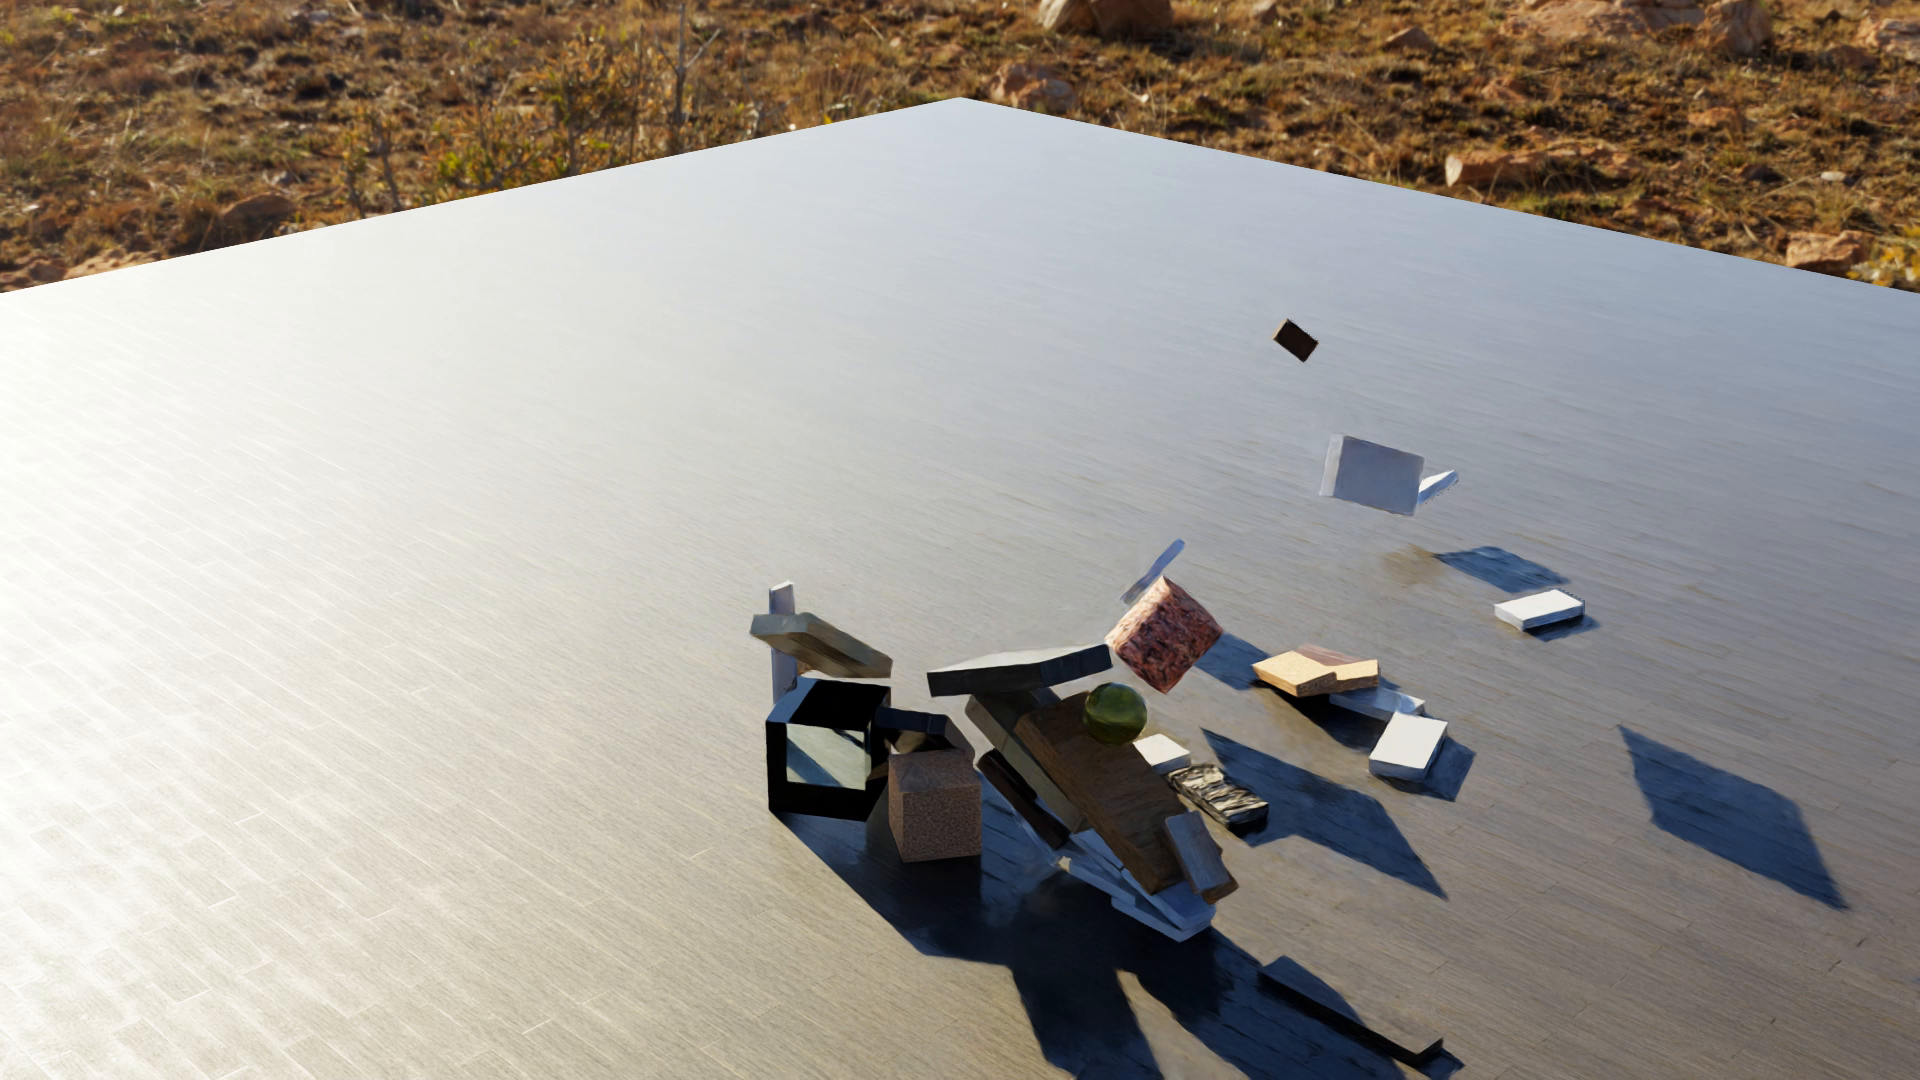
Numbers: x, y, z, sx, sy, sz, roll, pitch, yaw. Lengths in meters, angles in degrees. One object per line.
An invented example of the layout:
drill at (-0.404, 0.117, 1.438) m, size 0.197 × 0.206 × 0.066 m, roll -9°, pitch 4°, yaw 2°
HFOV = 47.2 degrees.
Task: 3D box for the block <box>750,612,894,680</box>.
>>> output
block at (-0.279, 0.218, 4.474) m, size 0.145 × 0.041 × 0.290 m, roll -3°, pitch -23°, yaw 35°

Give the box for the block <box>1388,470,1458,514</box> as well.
block at (1.215, -0.126, 5.791) m, size 0.192 × 0.027 × 0.096 m, roll -28°, pitch 6°, yaw -36°

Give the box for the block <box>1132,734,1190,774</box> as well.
block at (0.352, 0.471, 4.613) m, size 0.251 × 0.029 × 0.103 m, roll -14°, pitch 27°, yaw -30°

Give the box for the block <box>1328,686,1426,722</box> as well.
block at (0.924, 0.359, 4.880) m, size 0.188 × 0.027 × 0.094 m, roll 17°, pitch 29°, yaw 35°

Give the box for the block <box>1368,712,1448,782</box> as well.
block at (0.954, 0.440, 4.681) m, size 0.114 × 0.032 × 0.229 m, roll 10°, pitch 25°, yaw 22°

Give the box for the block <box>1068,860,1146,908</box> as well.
block at (0.297, 0.637, 4.168) m, size 0.085 × 0.024 × 0.171 m, roll -20°, pitch 30°, yaw -39°

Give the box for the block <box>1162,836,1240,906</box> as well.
block at (0.438, 0.588, 4.002) m, size 0.073 × 0.021 × 0.146 m, roll -20°, pitch 66°, yaw -42°

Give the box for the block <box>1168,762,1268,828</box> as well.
block at (0.528, 0.520, 4.498) m, size 0.103 × 0.029 × 0.205 m, roll -12°, pitch 26°, yaw -27°

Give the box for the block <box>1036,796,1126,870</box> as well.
block at (0.265, 0.532, 4.175) m, size 0.114 × 0.032 × 0.229 m, roll -17°, pitch 41°, yaw -43°

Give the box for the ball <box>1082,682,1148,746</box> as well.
ball at (0.292, 0.326, 4.128) m, size 0.122 × 0.122 × 0.122 m, roll 0°, pitch 23°, yaw 0°

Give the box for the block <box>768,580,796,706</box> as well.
block at (-0.381, 0.249, 4.750) m, size 0.016 × 0.330 × 0.056 m, roll 21°, pitch 31°, yaw 41°

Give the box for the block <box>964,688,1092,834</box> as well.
block at (0.183, 0.407, 4.224) m, size 0.175 × 0.049 × 0.349 m, roll -13°, pitch 47°, yaw -40°

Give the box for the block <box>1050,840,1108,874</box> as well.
block at (0.244, 0.596, 4.212) m, size 0.131 × 0.018 × 0.065 m, roll 18°, pitch 29°, yaw 37°

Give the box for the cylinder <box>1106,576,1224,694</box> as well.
cylinder at (0.448, 0.208, 4.820) m, size 0.183 × 0.183 × 0.183 m, roll 41°, pitch 10°, yaw -9°

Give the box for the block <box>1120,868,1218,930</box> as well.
block at (0.387, 0.651, 4.079) m, size 0.086 × 0.024 × 0.171 m, roll -13°, pitch 39°, yaw -40°

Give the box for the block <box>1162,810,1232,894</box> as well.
block at (0.428, 0.564, 3.980) m, size 0.073 × 0.021 × 0.146 m, roll -10°, pitch 62°, yaw -27°

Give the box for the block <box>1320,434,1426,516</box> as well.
block at (0.973, -0.151, 5.179) m, size 0.290 × 0.145 × 0.041 m, roll 11°, pitch -1°, yaw -38°

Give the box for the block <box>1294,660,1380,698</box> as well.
block at (0.841, 0.311, 4.925) m, size 0.188 × 0.027 × 0.094 m, roll -10°, pitch 15°, yaw 12°

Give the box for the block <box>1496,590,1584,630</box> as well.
block at (1.404, 0.169, 5.328) m, size 0.192 × 0.027 × 0.096 m, roll -12°, pitch 26°, yaw -25°

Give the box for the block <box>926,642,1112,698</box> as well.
block at (0.111, 0.253, 4.255) m, size 0.175 × 0.049 × 0.349 m, roll -13°, pitch 2°, yaw -38°

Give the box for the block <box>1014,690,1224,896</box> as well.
block at (0.294, 0.467, 4.110) m, size 0.175 × 0.049 × 0.415 m, roll -16°, pitch 55°, yaw -41°

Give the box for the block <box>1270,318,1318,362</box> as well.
block at (0.757, -0.453, 4.980) m, size 0.112 × 0.056 × 0.016 m, roll 32°, pitch 5°, yaw -34°

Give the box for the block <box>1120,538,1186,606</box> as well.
block at (0.467, 0.077, 5.308) m, size 0.027 × 0.096 × 0.192 m, roll 44°, pitch 48°, yaw 4°

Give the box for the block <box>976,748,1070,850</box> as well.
block at (0.148, 0.487, 4.253) m, size 0.229 × 0.032 × 0.114 m, roll 46°, pitch 41°, yaw 17°

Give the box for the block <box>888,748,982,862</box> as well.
block at (-0.050, 0.521, 4.334) m, size 0.155 × 0.155 × 0.155 m, roll -5°, pitch 23°, yaw -11°

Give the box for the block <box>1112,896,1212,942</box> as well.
block at (0.375, 0.690, 4.102) m, size 0.085 × 0.024 × 0.171 m, roll -20°, pitch 30°, yaw -39°

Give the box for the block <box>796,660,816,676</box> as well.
block at (-0.351, 0.271, 4.980) m, size 0.016 × 0.056 × 0.112 m, roll 5°, pitch -20°, yaw -44°

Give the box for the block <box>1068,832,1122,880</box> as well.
block at (0.276, 0.585, 4.169) m, size 0.131 × 0.018 × 0.065 m, roll 38°, pitch 40°, yaw 25°

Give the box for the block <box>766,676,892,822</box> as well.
block at (-0.266, 0.425, 4.497) m, size 0.204 × 0.204 × 0.204 m, roll 5°, pitch 24°, yaw 12°

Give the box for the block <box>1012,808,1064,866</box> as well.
block at (0.162, 0.560, 4.264) m, size 0.018 × 0.131 × 0.065 m, roll -33°, pitch 3°, yaw 43°

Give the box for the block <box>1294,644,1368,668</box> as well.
block at (0.854, 0.289, 5.046) m, size 0.188 × 0.027 × 0.094 m, roll 16°, pitch 28°, yaw 33°

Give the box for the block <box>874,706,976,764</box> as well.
block at (-0.069, 0.407, 4.514) m, size 0.145 × 0.041 × 0.294 m, roll 6°, pitch -17°, yaw 14°

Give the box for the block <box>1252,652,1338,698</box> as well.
block at (0.751, 0.300, 4.935) m, size 0.103 × 0.029 × 0.205 m, roll -18°, pitch 15°, yaw -16°

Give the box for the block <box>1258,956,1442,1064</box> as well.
block at (0.674, 0.813, 3.819) m, size 0.073 × 0.021 × 0.341 m, roll -21°, pitch 30°, yaw -40°
